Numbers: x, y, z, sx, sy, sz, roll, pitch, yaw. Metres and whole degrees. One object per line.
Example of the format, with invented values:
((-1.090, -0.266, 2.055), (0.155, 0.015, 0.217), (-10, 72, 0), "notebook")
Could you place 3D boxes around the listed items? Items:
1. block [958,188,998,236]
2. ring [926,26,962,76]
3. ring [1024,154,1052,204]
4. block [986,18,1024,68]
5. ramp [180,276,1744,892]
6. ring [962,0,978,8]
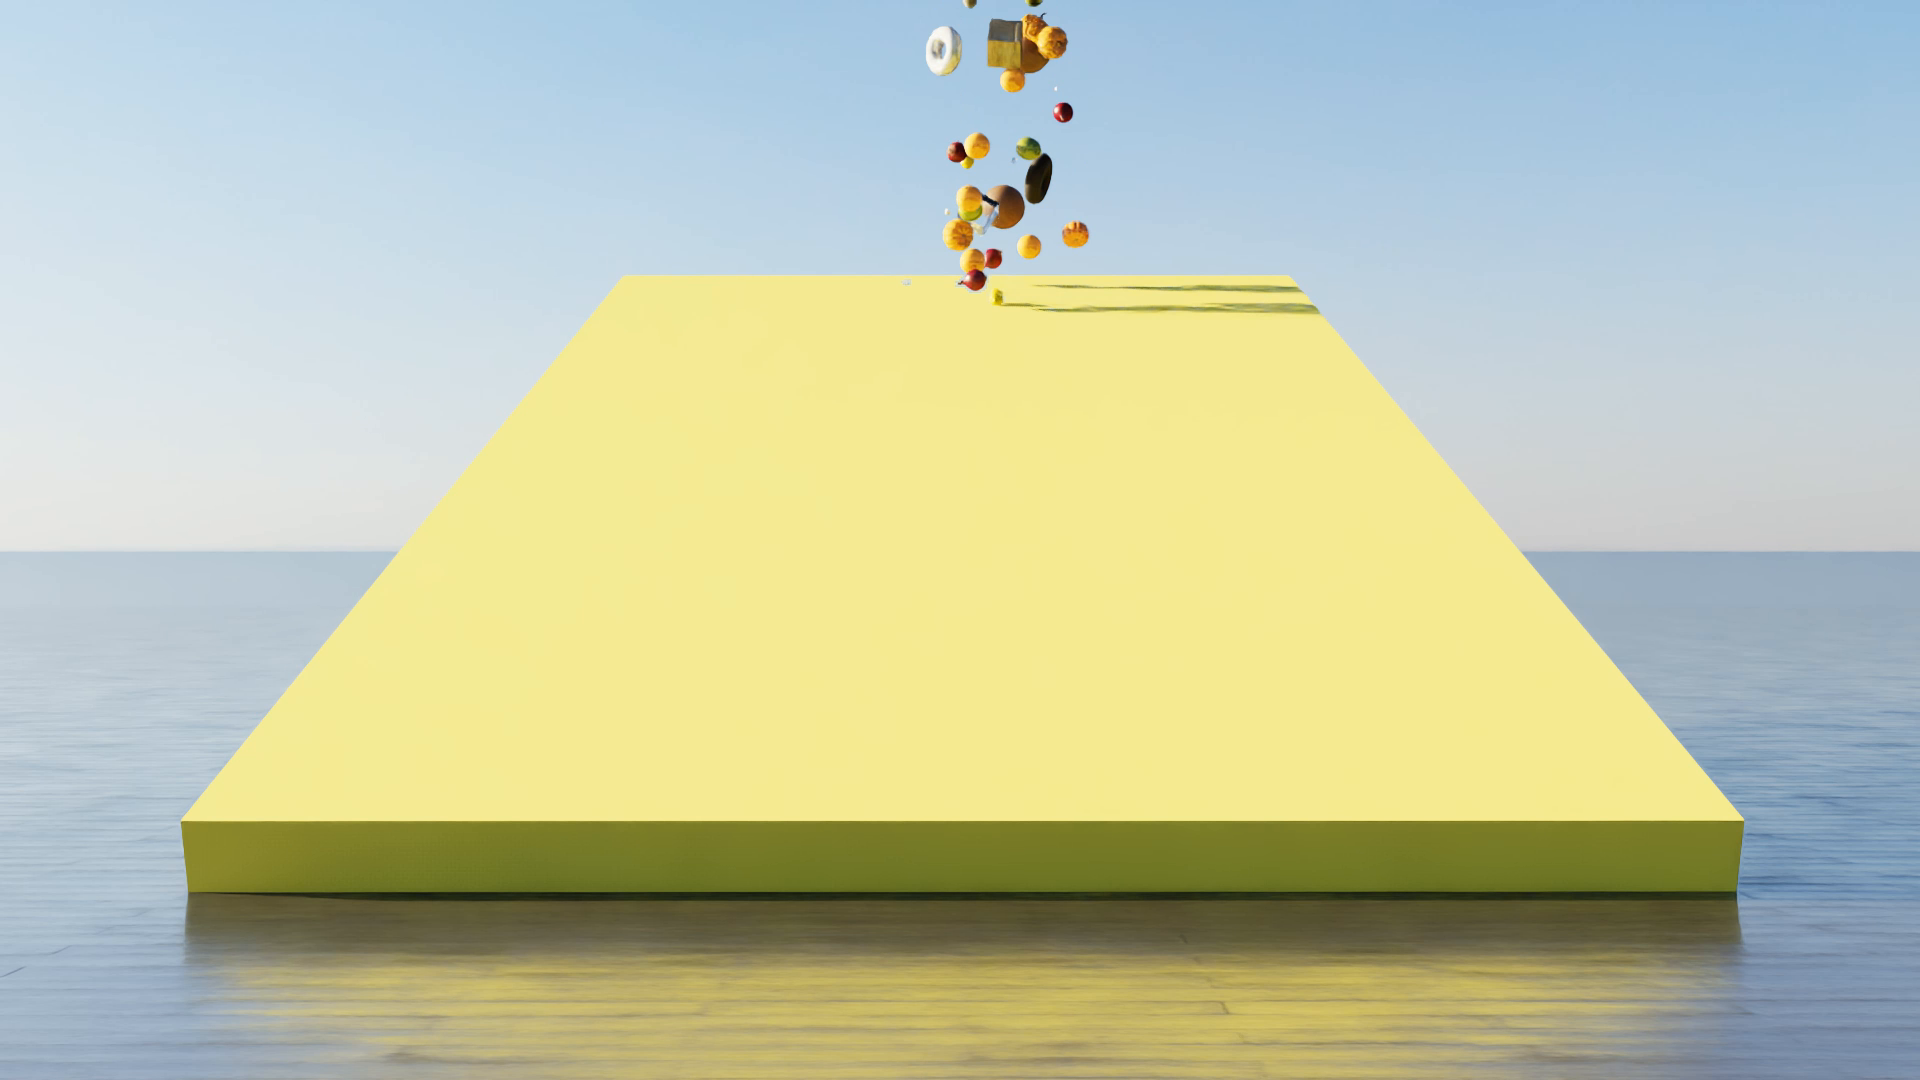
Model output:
((0.052, -0.932, 6.317), (0.085, 0.085, 0.085), (32, -9, 6), "block")
((-0.045, -1.392, 6.314), (0.047, 0.140, 0.140), (-2, 1, -39), "ring")
((0.227, -1.045, 6.412), (0.049, 0.148, 0.148), (16, 4, 13), "ring")
((0.127, -1.393, 6.228), (0.093, 0.093, 0.093), (4, -37, 3), "block")
((-0.003, -0.170, 4.766), (2.000, 0.100, 4.000), (0, 17, 0), "ramp")
((0.023, -1.554, 6.226), (0.040, 0.120, 0.120), (-11, 1, -5), "ring")
